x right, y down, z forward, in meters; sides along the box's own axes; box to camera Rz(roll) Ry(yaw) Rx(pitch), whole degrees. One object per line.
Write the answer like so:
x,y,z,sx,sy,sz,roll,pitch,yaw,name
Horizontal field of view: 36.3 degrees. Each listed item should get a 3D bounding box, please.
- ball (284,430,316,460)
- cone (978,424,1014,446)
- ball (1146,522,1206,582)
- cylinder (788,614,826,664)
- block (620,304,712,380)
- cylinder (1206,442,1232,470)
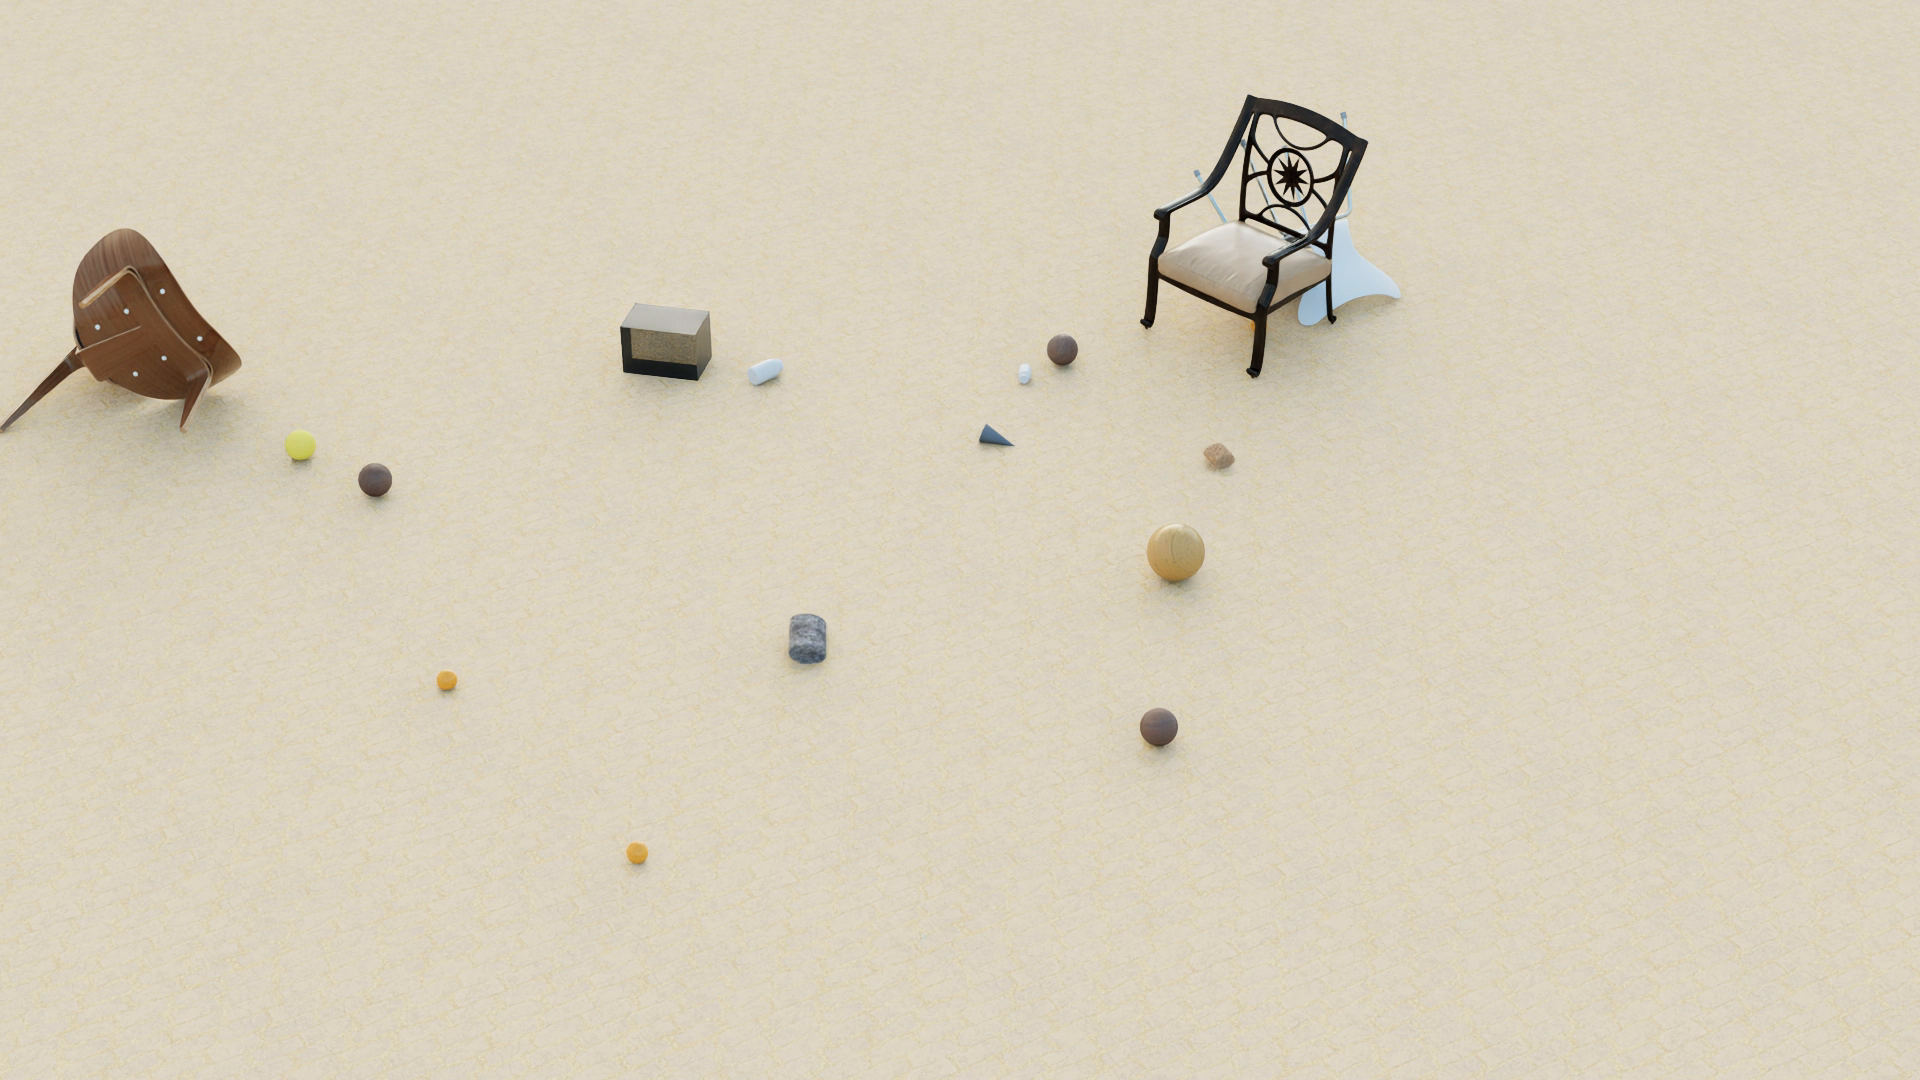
-2.564,-0.369,11.397,0.119,0.119,0.119,0,33,0,ball
0.154,-0.394,11.509,0.140,0.075,0.082,23,45,7,cone
0.787,0.043,10.684,0.214,0.214,0.214,0,33,0,ball
-0.538,0.348,10.341,0.132,0.081,0.191,8,33,-7,cylinder
-1.199,-0.810,11.978,0.317,0.214,0.204,7,34,10,block
1.006,-0.324,11.380,0.087,0.061,0.092,-17,59,4,cylinder
